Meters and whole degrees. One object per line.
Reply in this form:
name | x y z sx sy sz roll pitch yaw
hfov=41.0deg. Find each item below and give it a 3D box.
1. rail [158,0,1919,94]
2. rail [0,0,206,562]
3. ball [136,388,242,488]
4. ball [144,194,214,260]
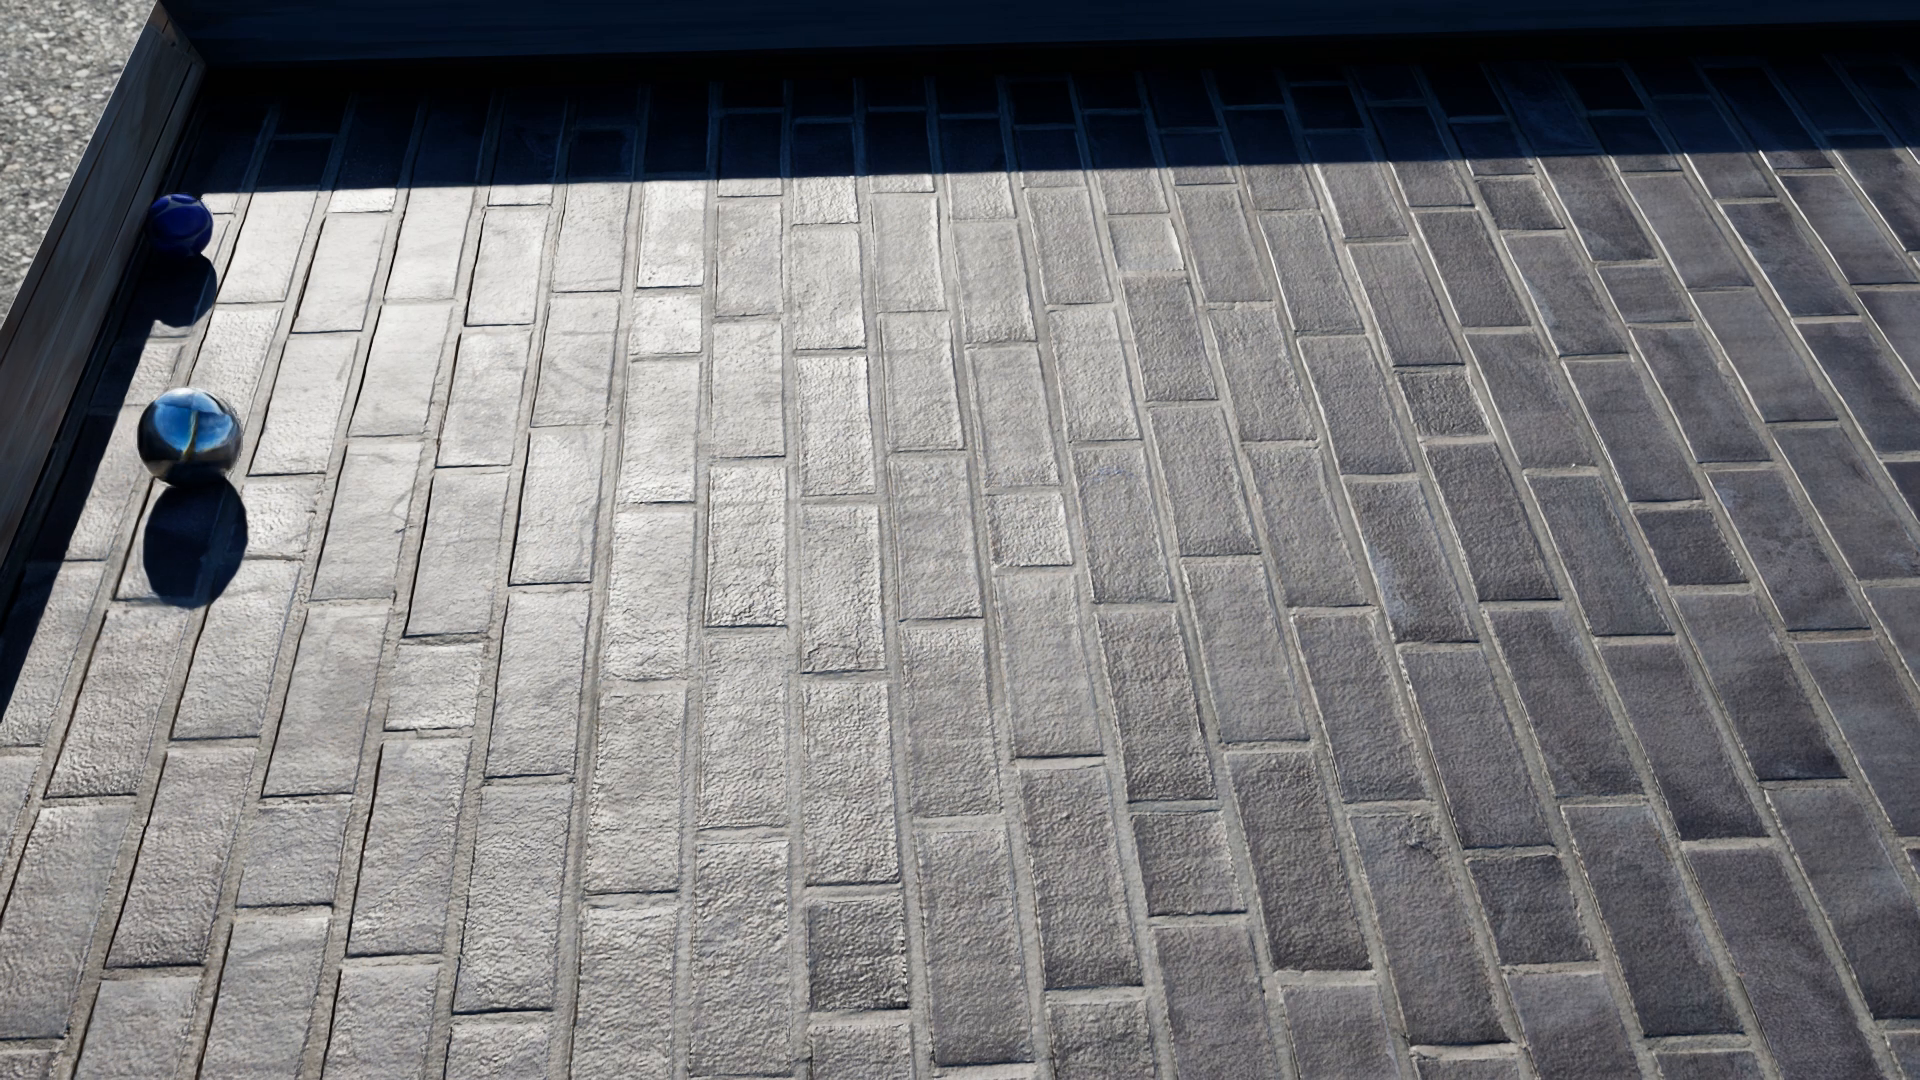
rail | 0.640 -0.490 2.415 2.749 0.095 0.045 -2 36 -3
rail | -0.662 0.010 1.717 0.045 0.095 1.605 -2 36 -3
ball | -0.557 -0.074 1.855 0.073 0.073 0.073 0 36 0
ball | -0.648 -0.260 2.131 0.055 0.055 0.055 0 36 0
